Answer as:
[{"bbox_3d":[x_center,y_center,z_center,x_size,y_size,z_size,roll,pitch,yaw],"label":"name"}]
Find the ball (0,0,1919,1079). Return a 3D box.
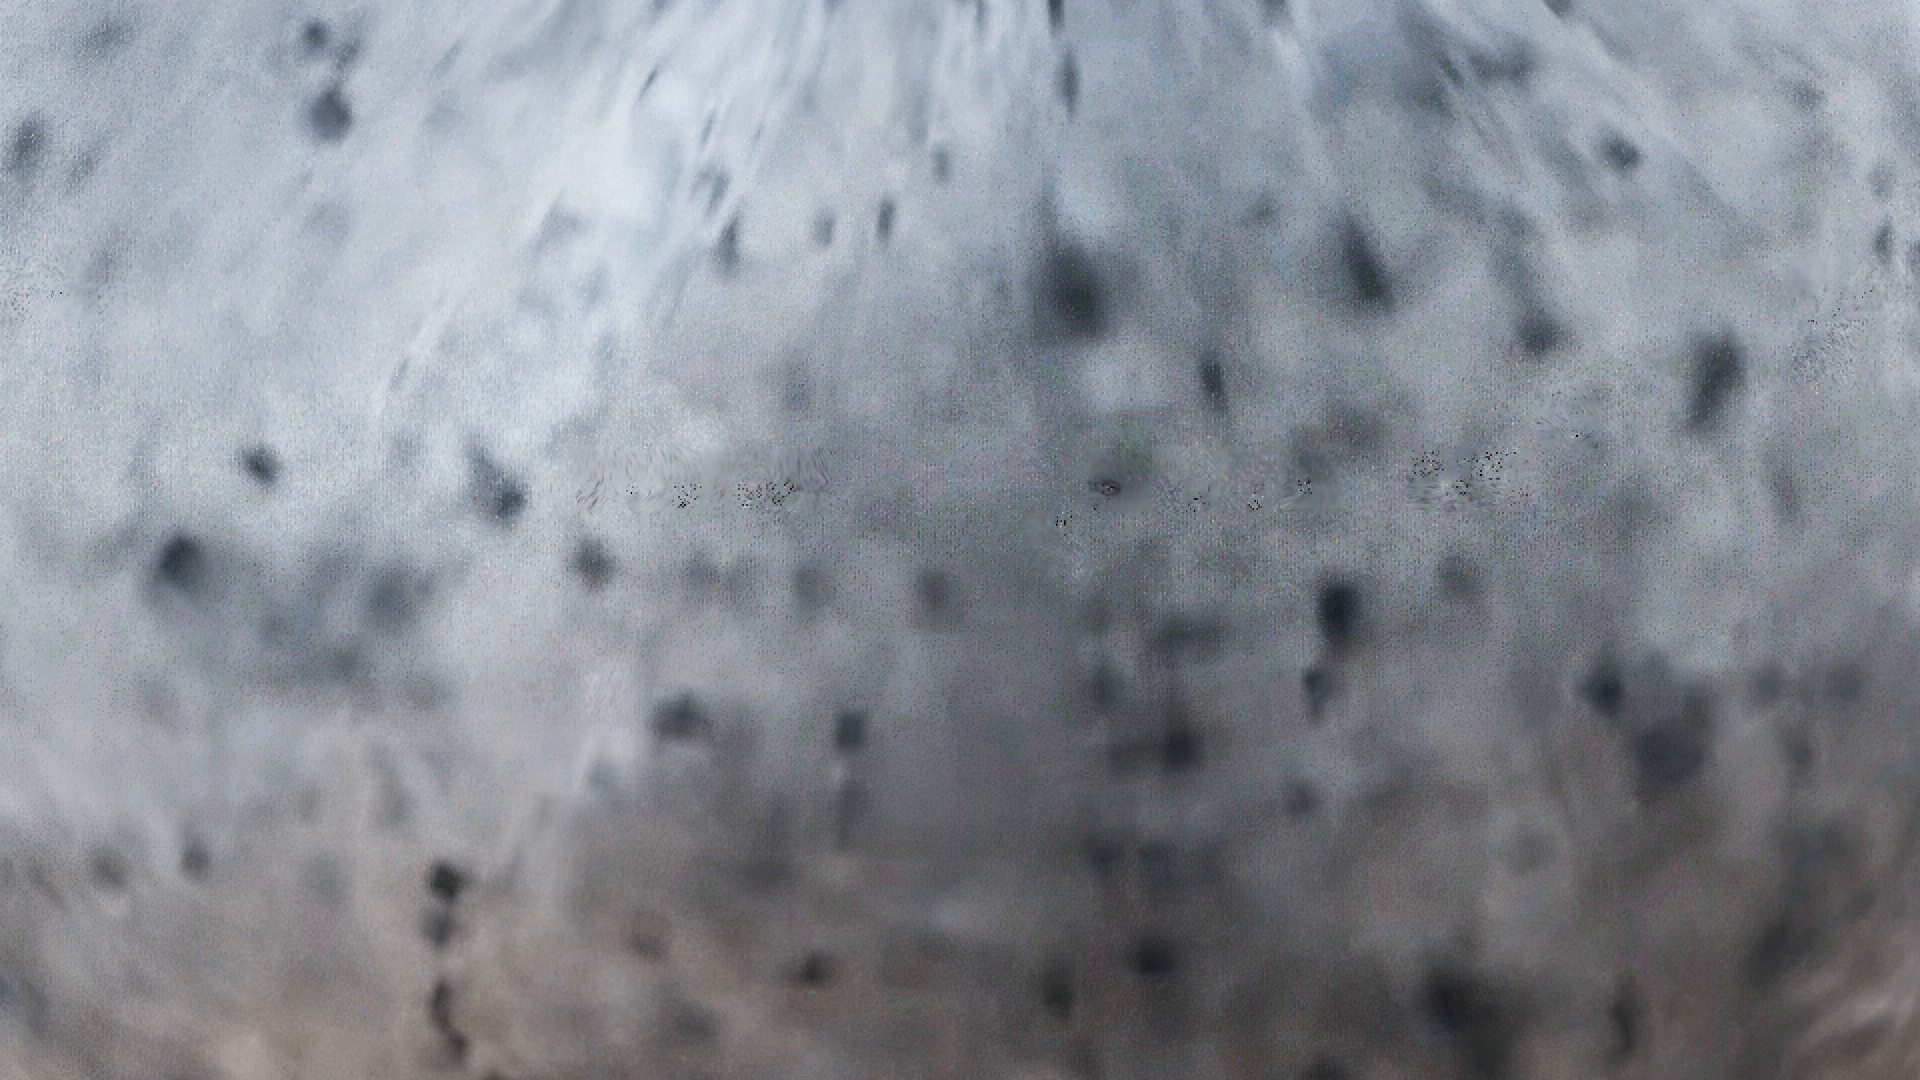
[{"bbox_3d":[0.000,-0.002,0.056,0.080,0.080,0.080,0,4,0],"label":"ball"}]
